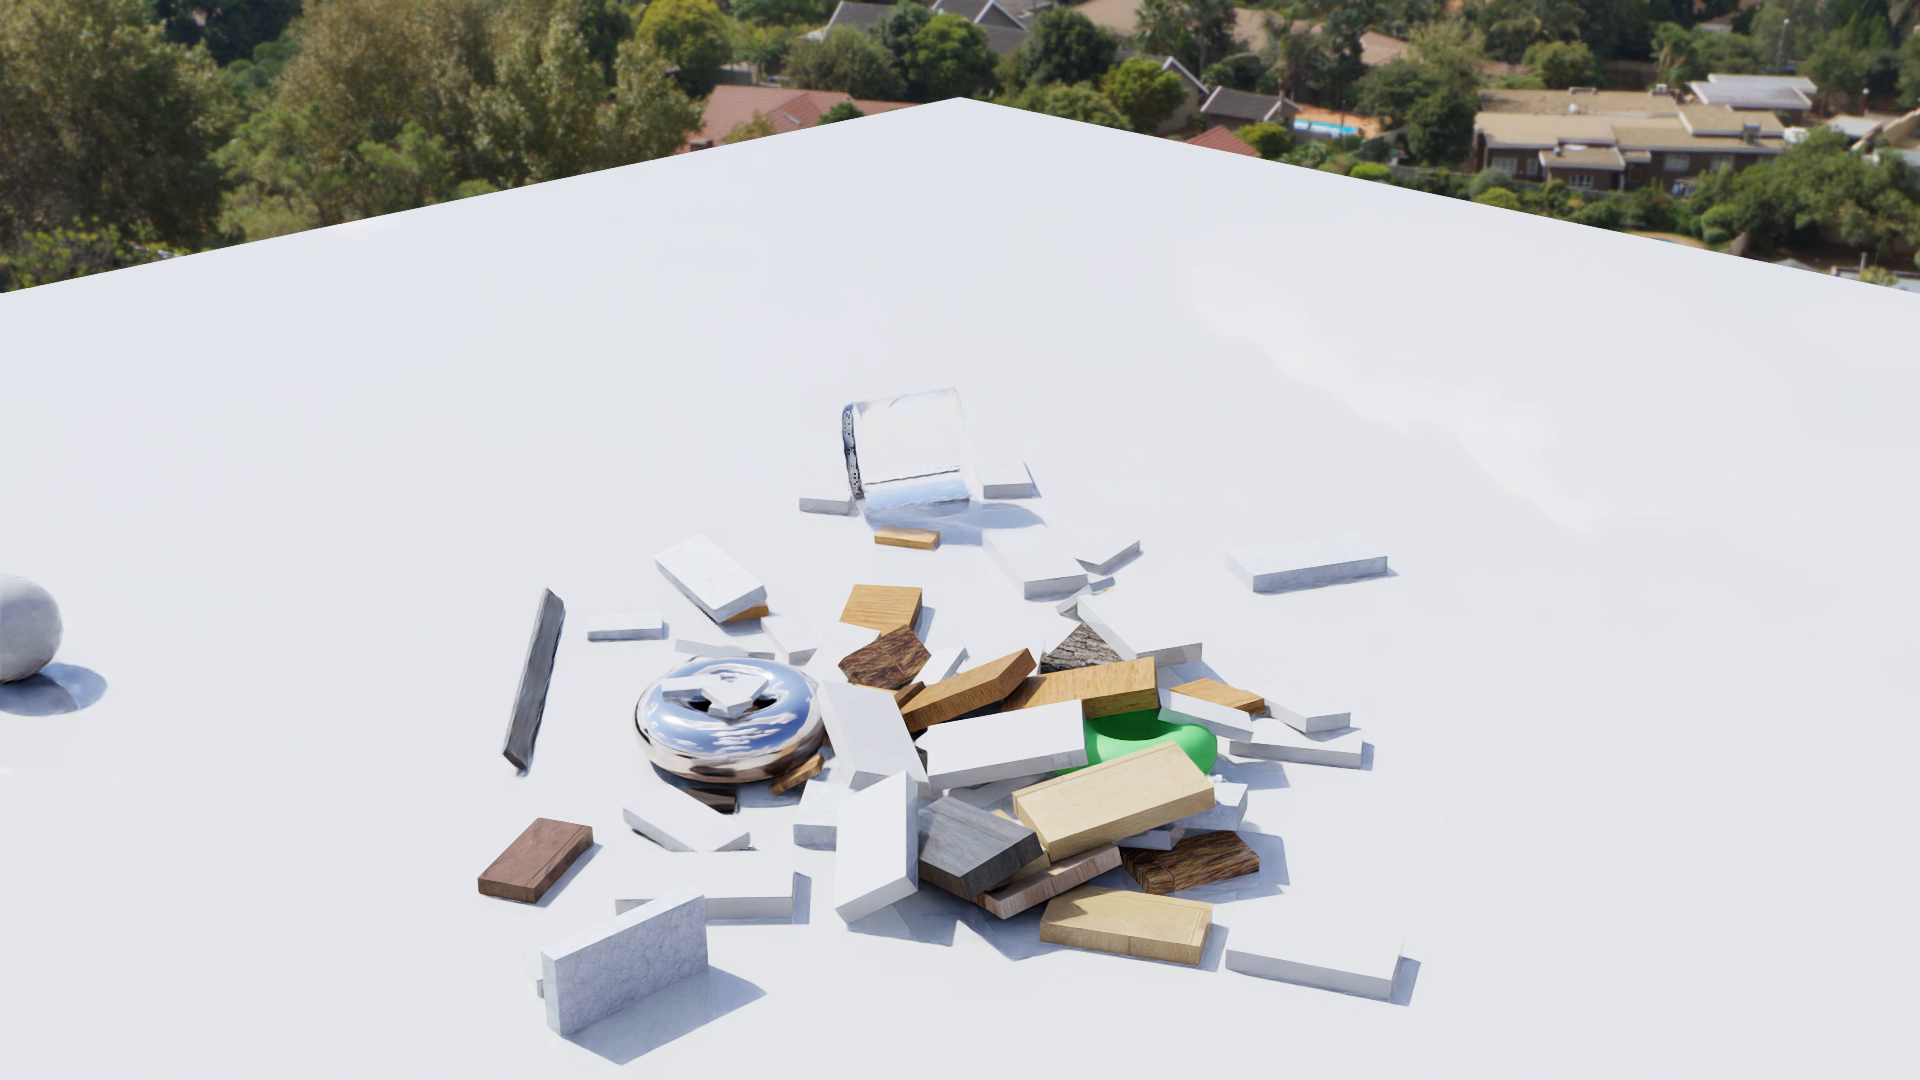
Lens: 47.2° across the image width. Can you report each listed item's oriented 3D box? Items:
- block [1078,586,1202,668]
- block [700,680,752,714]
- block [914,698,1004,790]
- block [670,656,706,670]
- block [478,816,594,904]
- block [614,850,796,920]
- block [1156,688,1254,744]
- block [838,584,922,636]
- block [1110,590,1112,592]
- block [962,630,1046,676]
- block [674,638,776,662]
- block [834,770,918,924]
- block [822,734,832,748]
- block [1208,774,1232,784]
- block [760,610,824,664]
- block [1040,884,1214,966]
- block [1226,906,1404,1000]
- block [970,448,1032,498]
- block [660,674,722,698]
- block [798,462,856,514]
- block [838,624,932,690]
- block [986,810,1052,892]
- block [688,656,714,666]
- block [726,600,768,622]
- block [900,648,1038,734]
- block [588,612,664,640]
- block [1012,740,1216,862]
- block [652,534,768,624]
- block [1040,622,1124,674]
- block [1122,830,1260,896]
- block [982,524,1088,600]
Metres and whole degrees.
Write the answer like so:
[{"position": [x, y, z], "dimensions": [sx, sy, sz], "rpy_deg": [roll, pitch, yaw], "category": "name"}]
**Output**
[{"position": [0.414, 0.204, 5.101], "dimensions": [0.165, 0.047, 0.329], "rpy_deg": [-8, 24, -19], "category": "block"}, {"position": [-0.484, 0.325, 4.562], "dimensions": [0.059, 0.017, 0.117], "rpy_deg": [-14, 25, -31], "category": "block"}, {"position": [0.064, 0.403, 4.685], "dimensions": [0.165, 0.047, 0.329], "rpy_deg": [21, 37, 31], "category": "block"}, {"position": [-0.567, 0.312, 4.995], "dimensions": [0.088, 0.025, 0.175], "rpy_deg": [-21, 31, -40], "category": "block"}, {"position": [-0.820, 0.618, 4.260], "dimensions": [0.120, 0.034, 0.240], "rpy_deg": [7, 24, 17], "category": "block"}, {"position": [-0.479, 0.653, 4.163], "dimensions": [0.327, 0.046, 0.163], "rpy_deg": [-1, 23, -2], "category": "block"}, {"position": [0.510, 0.368, 4.604], "dimensions": [0.202, 0.029, 0.101], "rpy_deg": [16, 19, -5], "category": "block"}, {"position": [-0.196, 0.198, 5.233], "dimensions": [0.167, 0.047, 0.335], "rpy_deg": [3, 23, 7], "category": "block"}, {"position": [0.403, 0.164, 5.346], "dimensions": [0.077, 0.022, 0.155], "rpy_deg": [1, 23, 3], "category": "block"}, {"position": [0.095, 0.300, 4.992], "dimensions": [0.167, 0.047, 0.335], "rpy_deg": [3, 23, 7], "category": "block"}, {"position": [-0.540, 0.257, 5.046], "dimensions": [0.209, 0.030, 0.104], "rpy_deg": [8, 1, 31], "category": "block"}, {"position": [-0.158, 0.579, 4.181], "dimensions": [0.155, 0.044, 0.310], "rpy_deg": [-27, 29, 15], "category": "block"}, {"position": [-0.211, 0.421, 4.655], "dimensions": [0.078, 0.022, 0.156], "rpy_deg": [5, 5, 38], "category": "block"}, {"position": [0.499, 0.500, 4.430], "dimensions": [0.099, 0.050, 0.014], "rpy_deg": [-20, 42, 36], "category": "block"}, {"position": [-0.388, 0.228, 5.185], "dimensions": [0.104, 0.030, 0.209], "rpy_deg": [-9, 25, -21], "category": "block"}, {"position": [0.307, 0.704, 4.048], "dimensions": [0.294, 0.042, 0.147], "rpy_deg": [6, 24, 14], "category": "block"}, {"position": [0.639, 0.742, 3.959], "dimensions": [0.294, 0.042, 0.147], "rpy_deg": [8, 24, 18], "category": "block"}, {"position": [0.112, -0.188, 6.155], "dimensions": [0.136, 0.039, 0.273], "rpy_deg": [-3, 23, -7], "category": "block"}, {"position": [-0.568, 0.310, 4.652], "dimensions": [0.125, 0.018, 0.063], "rpy_deg": [-4, 21, -9], "category": "block"}, {"position": [-0.339, -0.143, 6.049], "dimensions": [0.136, 0.039, 0.273], "rpy_deg": [5, 23, 12], "category": "block"}, {"position": [-0.165, 0.279, 4.985], "dimensions": [0.111, 0.031, 0.222], "rpy_deg": [50, 42, 12], "category": "block"}, {"position": [0.065, 0.593, 4.218], "dimensions": [0.131, 0.037, 0.262], "rpy_deg": [-19, 15, -14], "category": "block"}, {"position": [-0.530, 0.304, 4.950], "dimensions": [0.175, 0.025, 0.088], "rpy_deg": [8, 24, 17], "category": "block"}, {"position": [-0.544, 0.140, 5.394], "dimensions": [0.104, 0.030, 0.209], "rpy_deg": [-7, 24, -16], "category": "block"}, {"position": [-0.004, 0.331, 4.716], "dimensions": [0.321, 0.046, 0.161], "rpy_deg": [-24, 9, 33], "category": "block"}, {"position": [-0.798, 0.206, 5.243], "dimensions": [0.175, 0.025, 0.088], "rpy_deg": [-2, 23, -6], "category": "block"}, {"position": [0.295, 0.499, 4.227], "dimensions": [0.347, 0.049, 0.173], "rpy_deg": [-16, 32, -16], "category": "block"}, {"position": [-0.619, 0.091, 5.423], "dimensions": [0.136, 0.039, 0.417], "rpy_deg": [-27, 29, -18], "category": "block"}, {"position": [0.330, 0.255, 5.101], "dimensions": [0.165, 0.047, 0.329], "rpy_deg": [11, 25, 24], "category": "block"}, {"position": [0.446, 0.622, 4.251], "dimensions": [0.235, 0.033, 0.117], "rpy_deg": [-9, 25, -21], "category": "block"}, {"position": [0.188, 0.053, 5.576], "dimensions": [0.167, 0.047, 0.335], "rpy_deg": [-7, 24, -16], "category": "block"}]
